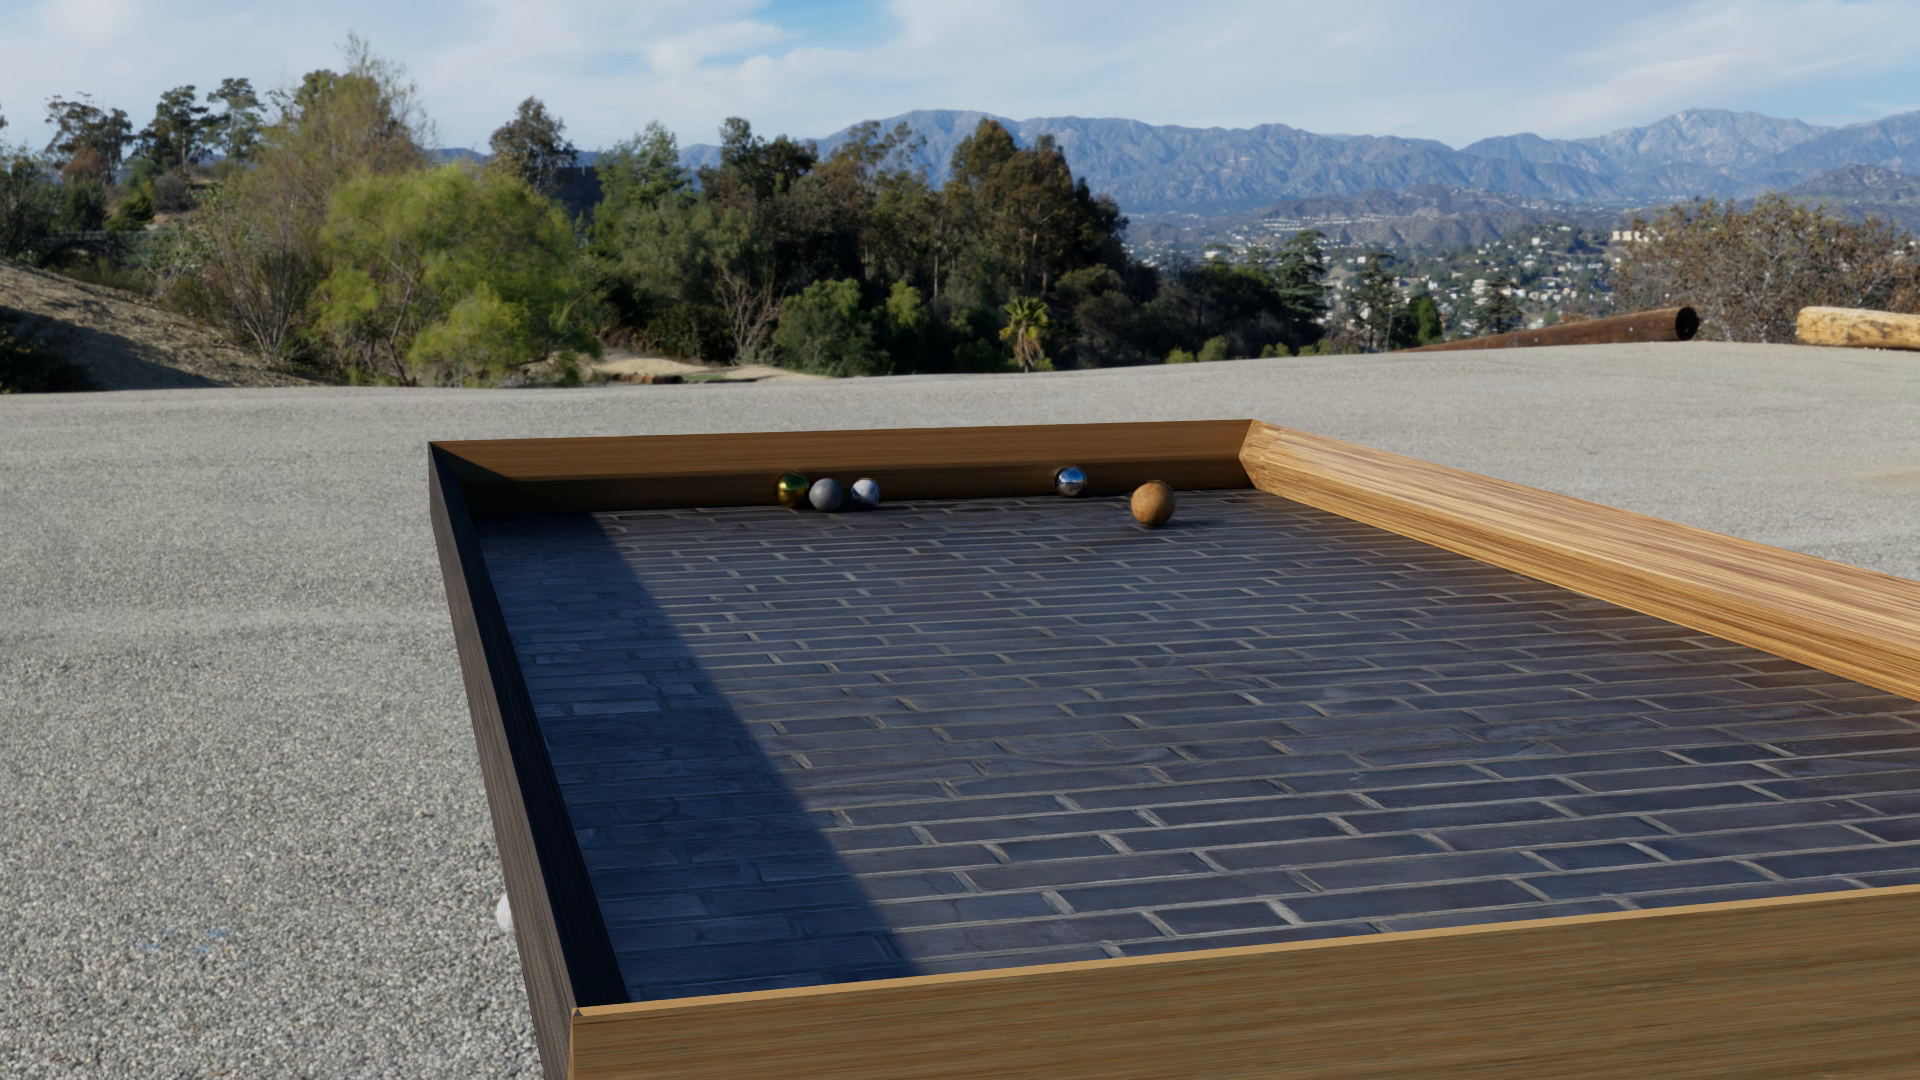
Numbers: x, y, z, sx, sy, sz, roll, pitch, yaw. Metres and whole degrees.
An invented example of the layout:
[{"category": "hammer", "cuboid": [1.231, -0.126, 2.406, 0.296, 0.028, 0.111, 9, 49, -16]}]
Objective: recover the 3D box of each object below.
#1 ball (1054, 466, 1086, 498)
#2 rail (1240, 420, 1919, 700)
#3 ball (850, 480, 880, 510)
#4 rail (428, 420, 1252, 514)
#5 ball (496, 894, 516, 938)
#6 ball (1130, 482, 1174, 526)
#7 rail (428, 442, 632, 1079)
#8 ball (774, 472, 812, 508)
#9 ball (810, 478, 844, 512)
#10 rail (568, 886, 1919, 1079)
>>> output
[{"category": "ball", "cuboid": [0.198, -0.104, 3.938, 0.056, 0.056, 0.056, 0, 9, 0]}, {"category": "rail", "cuboid": [0.872, 0.039, 2.776, 0.045, 0.125, 2.725, -2, 9, -15]}, {"category": "ball", "cuboid": [-0.164, -0.078, 3.790, 0.051, 0.051, 0.051, 0, 9, 0]}, {"category": "rail", "cuboid": [-0.169, -0.129, 3.871, 1.489, 0.125, 0.045, -2, 9, -15]}, {"category": "ball", "cuboid": [-0.850, 0.722, 4.260, 0.096, 0.096, 0.096, 0, 9, 0]}, {"category": "ball", "cuboid": [0.315, -0.058, 3.591, 0.071, 0.071, 0.071, 0, 9, 0]}, {"category": "rail", "cuboid": [-0.521, 0.095, 2.409, 0.045, 0.125, 2.725, -2, 9, -15]}, {"category": "ball", "cuboid": [-0.287, -0.087, 3.798, 0.065, 0.065, 0.065, 0, 9, 0]}, {"category": "ball", "cuboid": [-0.228, -0.077, 3.757, 0.058, 0.058, 0.058, 0, 9, 0]}, {"category": "rail", "cuboid": [0.521, 0.263, 1.314, 1.489, 0.125, 0.045, -2, 9, -15]}]
